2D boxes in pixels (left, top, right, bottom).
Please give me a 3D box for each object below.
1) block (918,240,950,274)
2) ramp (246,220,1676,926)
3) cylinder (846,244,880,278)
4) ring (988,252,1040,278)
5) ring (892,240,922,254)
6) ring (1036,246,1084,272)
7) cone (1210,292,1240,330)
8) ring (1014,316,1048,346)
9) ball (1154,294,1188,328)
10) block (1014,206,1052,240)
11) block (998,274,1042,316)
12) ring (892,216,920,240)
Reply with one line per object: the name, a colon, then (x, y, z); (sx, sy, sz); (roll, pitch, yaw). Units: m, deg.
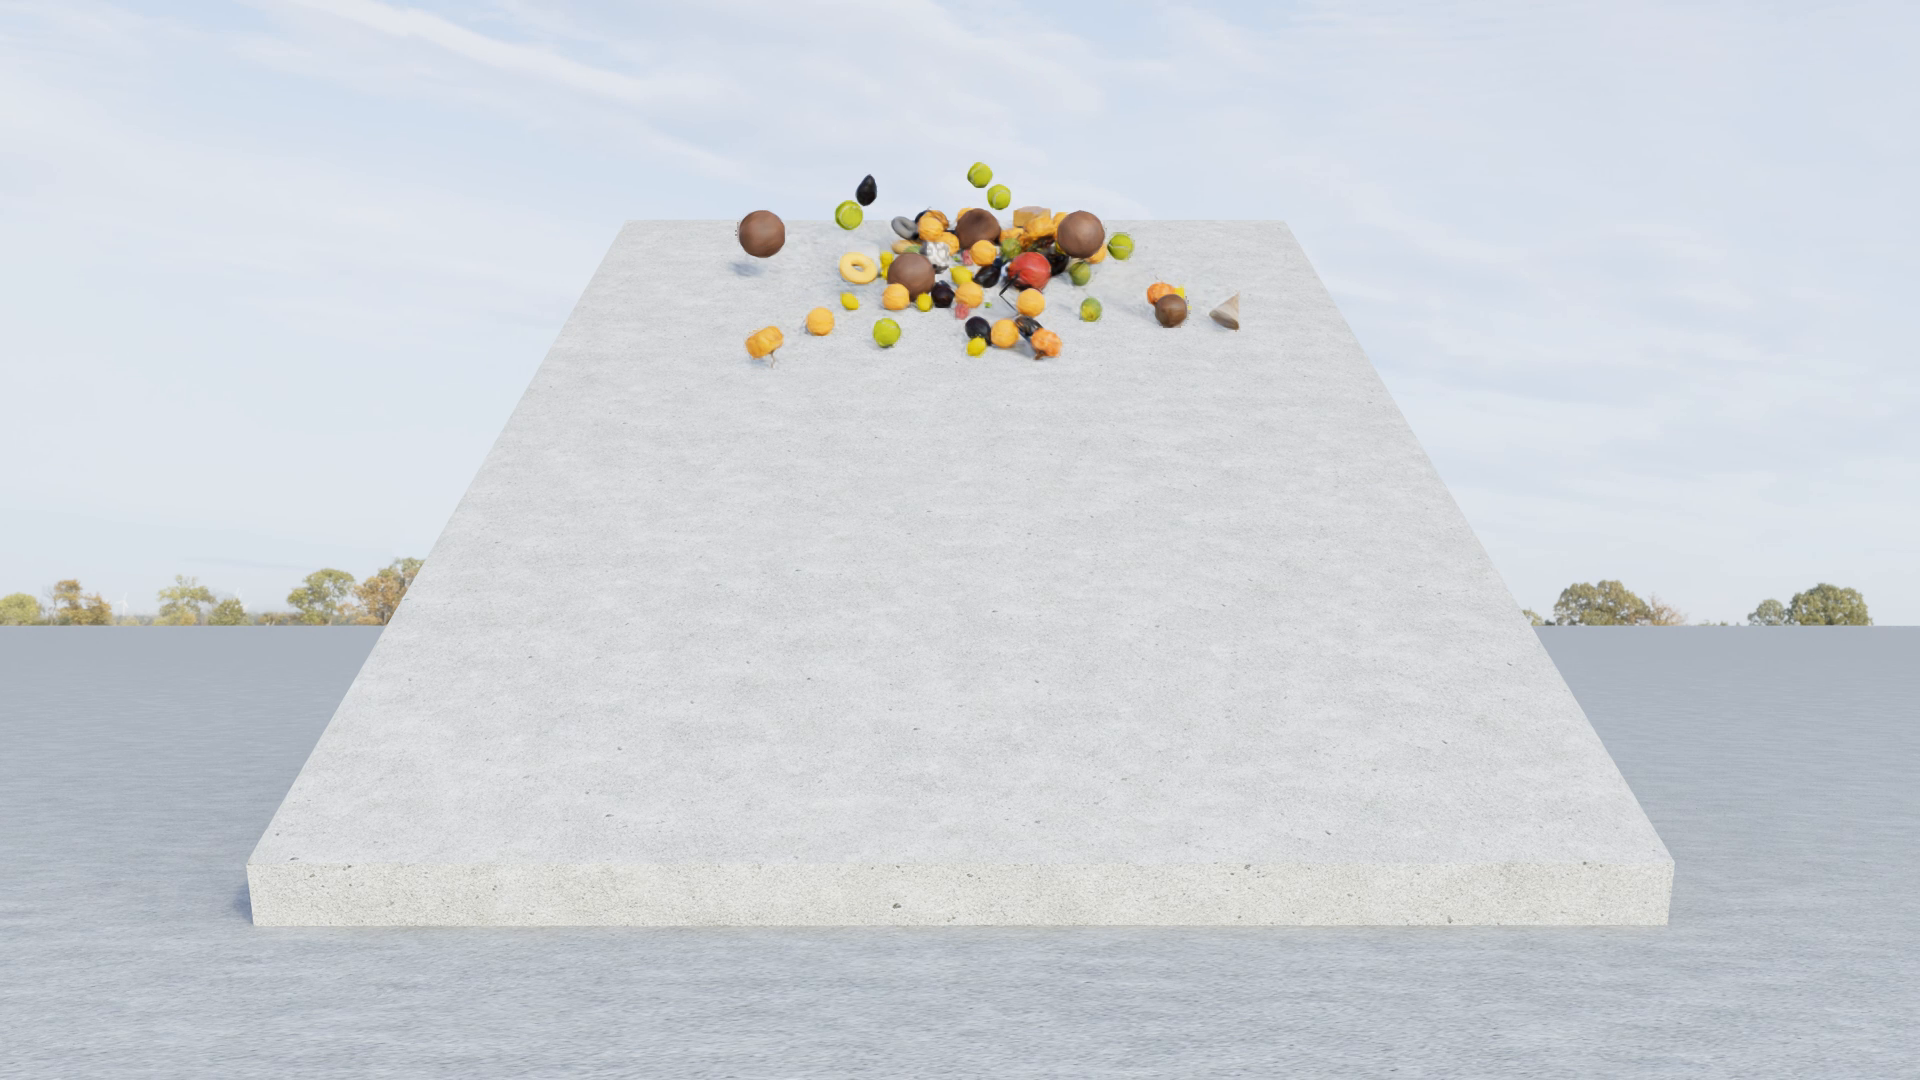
block: (-0.071, -0.764, 6.167); (0.065, 0.065, 0.065); (5, -14, -18)
ramp: (-0.006, -0.214, 5.078); (2.000, 0.100, 4.000); (0, 21, 0)
cylinder: (-0.266, -0.767, 6.254); (0.092, 0.092, 0.092); (-1, -2, -2)
ring: (0.149, -0.761, 6.303); (0.143, 0.048, 0.143); (3, 20, -1)
ring: (-0.150, -0.839, 6.532); (0.094, 0.031, 0.094); (0, 20, 0)
ring: (0.279, -0.786, 6.374); (0.140, 0.047, 0.140); (-1, 22, 0)
cone: (0.686, -0.590, 5.746); (0.087, 0.087, 0.087); (28, -13, 7)
ring: (0.176, -0.512, 5.582); (0.098, 0.033, 0.098); (39, -11, 9)
ball: (0.537, -0.583, 5.786); (0.086, 0.086, 0.086); (0, -2, 0)
block: (0.212, -0.934, 6.711); (0.080, 0.080, 0.080); (13, 24, 31)
block: (0.156, -0.631, 5.856); (0.075, 0.075, 0.075); (43, 9, 5)
ring: (-0.156, -0.897, 6.564); (0.091, 0.091, 0.030); (2, -45, -42)
